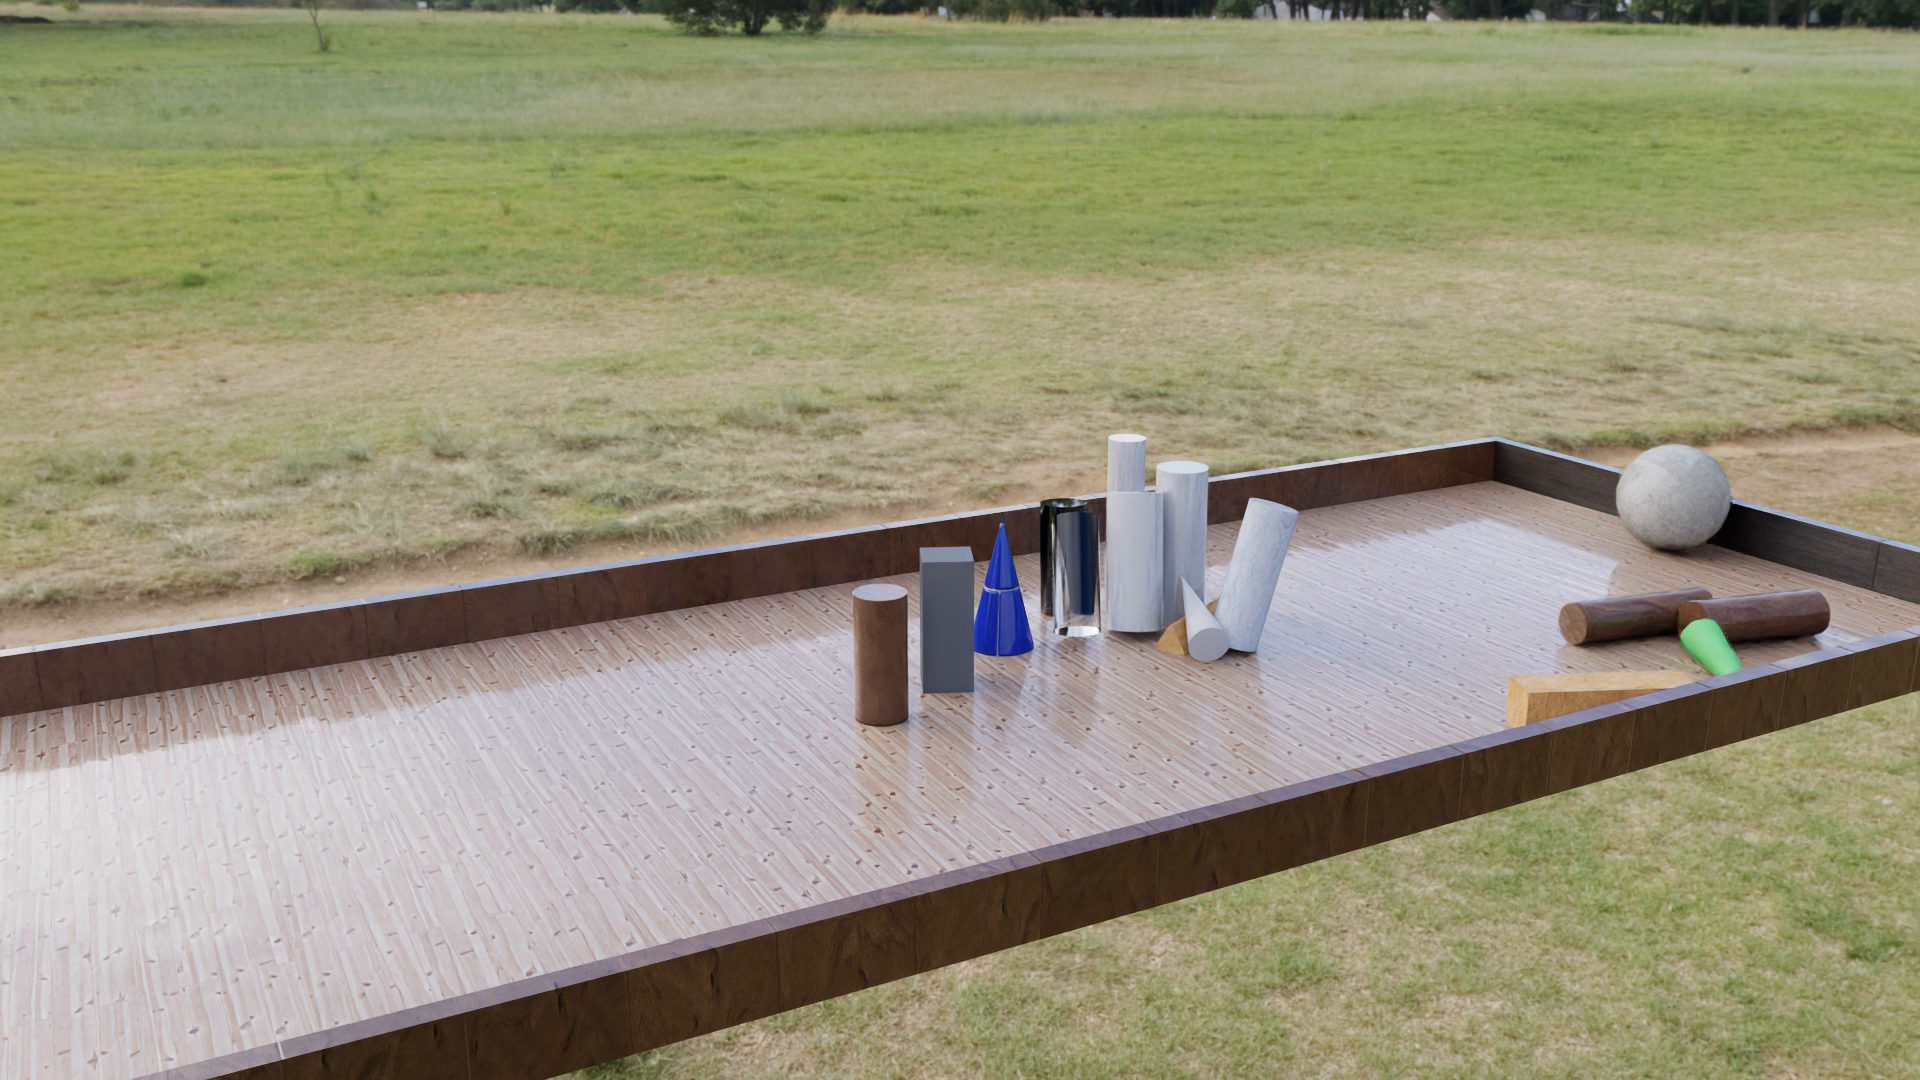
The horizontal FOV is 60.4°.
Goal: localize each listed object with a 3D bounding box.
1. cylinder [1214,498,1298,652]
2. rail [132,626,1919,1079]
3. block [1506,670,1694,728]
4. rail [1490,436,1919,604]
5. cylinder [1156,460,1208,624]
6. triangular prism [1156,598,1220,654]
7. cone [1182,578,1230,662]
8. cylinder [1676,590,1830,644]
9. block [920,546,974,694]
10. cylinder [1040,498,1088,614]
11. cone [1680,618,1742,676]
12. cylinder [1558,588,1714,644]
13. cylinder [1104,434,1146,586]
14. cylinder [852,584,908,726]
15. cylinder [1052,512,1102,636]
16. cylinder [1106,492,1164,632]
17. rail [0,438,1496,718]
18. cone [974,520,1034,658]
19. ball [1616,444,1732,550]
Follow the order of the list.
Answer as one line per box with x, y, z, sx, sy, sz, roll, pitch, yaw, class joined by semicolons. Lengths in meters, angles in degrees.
0.769;0.091;4.329;0.131;0.383;0.131;14;11;-3;cylinder
-2.336;1.006;1.665;12.000;0.150;0.050;-9;18;-27;rail
1.503;0.382;3.857;0.413;0.111;0.111;-1;16;-5;block
2.466;-0.048;5.253;0.050;0.150;2.100;-9;18;-27;rail
0.611;0.007;4.568;0.142;0.429;0.142;-1;17;0;cylinder
0.677;0.209;4.501;0.087;0.075;0.419;12;20;34;triangular prism
0.624;0.183;4.383;0.109;0.109;0.320;-2;33;-7;cone
2.127;0.209;4.422;0.384;0.125;0.125;-4;17;-15;cylinder
-0.033;0.197;4.083;0.126;0.338;0.126;-1;16;-4;block
0.291;0.046;4.634;0.132;0.309;0.132;-1;12;0;cylinder
1.924;0.340;4.105;0.106;0.106;0.437;1;23;3;cone
1.833;0.205;4.458;0.426;0.111;0.111;-6;17;-18;cylinder
0.484;-0.081;4.837;0.109;0.447;0.109;0;16;0;cylinder
-0.186;0.271;3.882;0.128;0.311;0.128;0;16;0;cylinder
0.313;0.093;4.448;0.128;0.313;0.128;0;-15;0;cylinder
0.472;0.056;4.465;0.153;0.369;0.153;0;3;0;cylinder
-3.305;0.497;3.399;12.000;0.150;0.050;-9;18;-27;rail
0.110;0.110;4.347;0.176;0.357;0.176;0;16;0;cone
2.255;-0.134;5.216;0.336;0.336;0.336;0;16;0;ball
